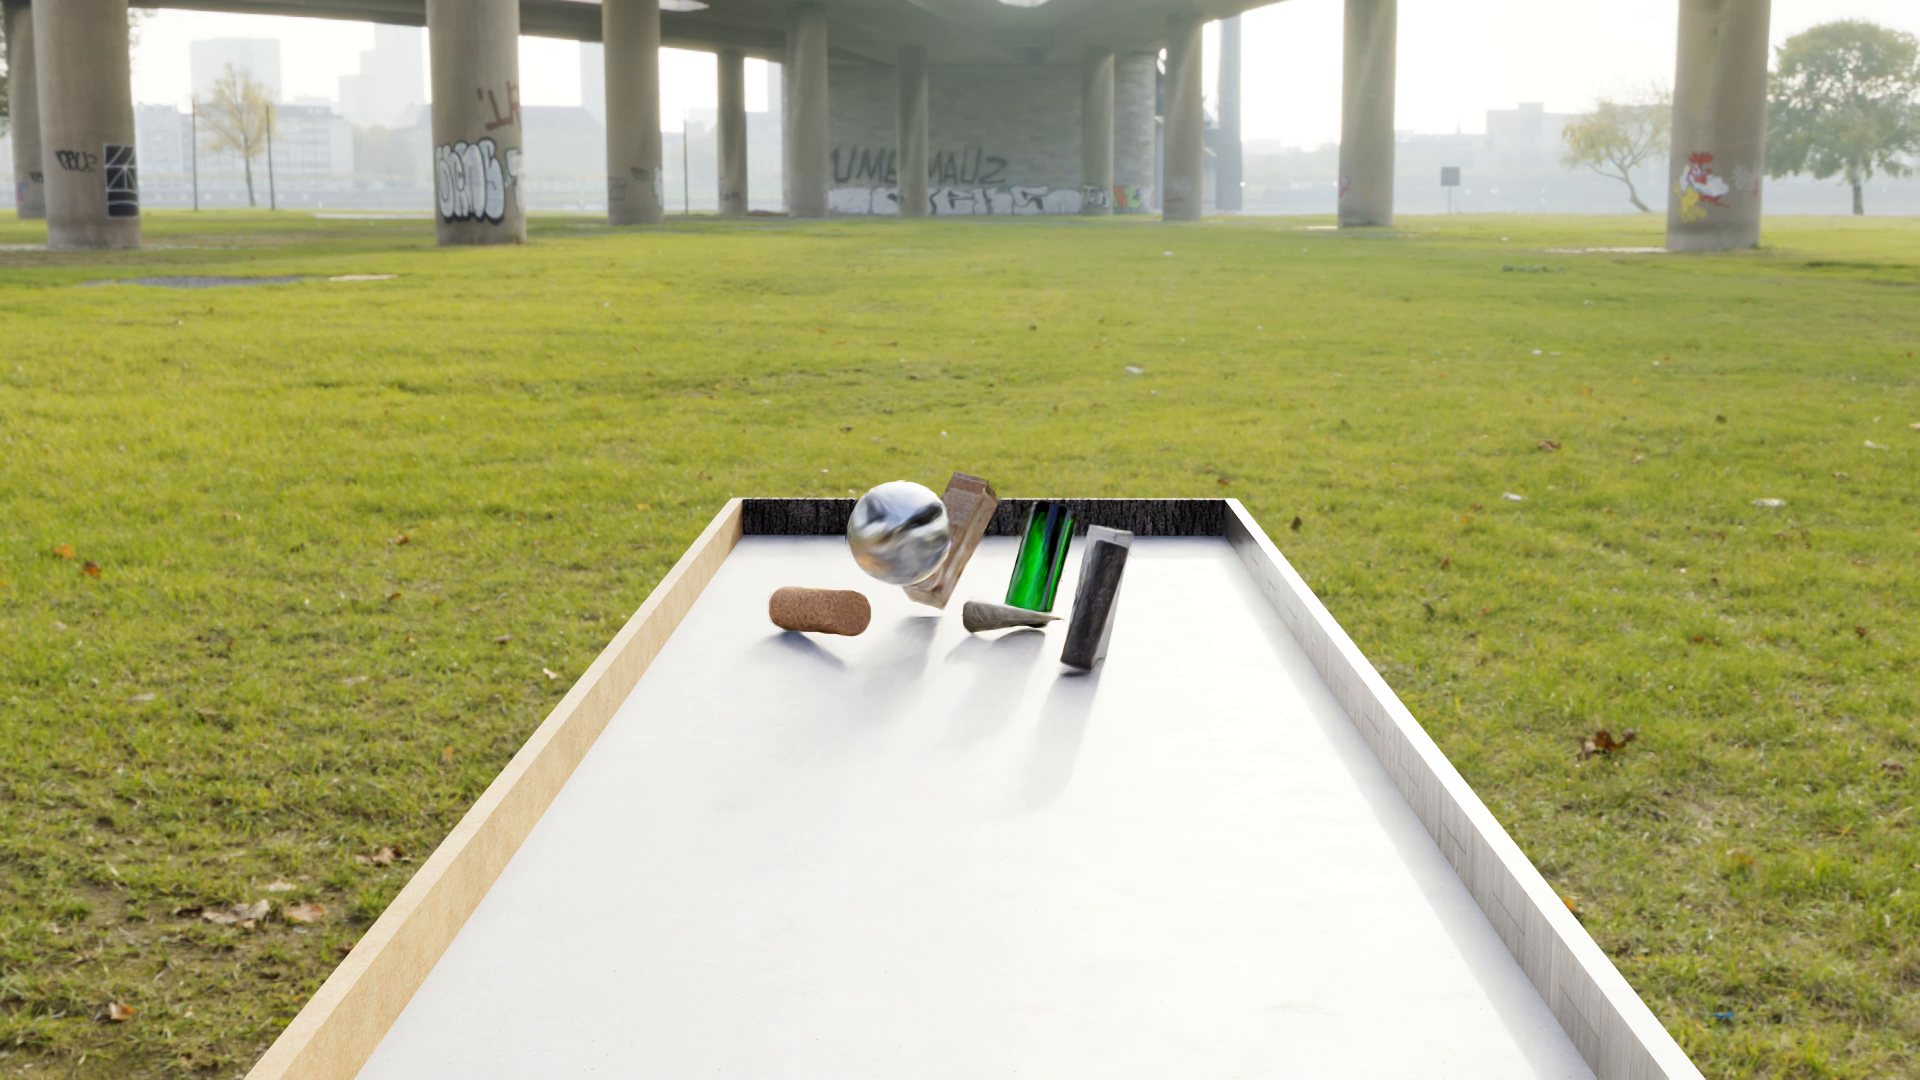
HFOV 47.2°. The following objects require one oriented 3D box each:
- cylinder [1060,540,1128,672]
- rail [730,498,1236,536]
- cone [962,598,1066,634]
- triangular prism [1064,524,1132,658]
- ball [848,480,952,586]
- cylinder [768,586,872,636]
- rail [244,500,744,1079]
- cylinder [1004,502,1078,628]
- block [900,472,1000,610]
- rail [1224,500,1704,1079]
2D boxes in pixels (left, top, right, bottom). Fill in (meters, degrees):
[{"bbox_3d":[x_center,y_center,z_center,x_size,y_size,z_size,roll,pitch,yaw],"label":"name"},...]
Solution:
[{"bbox_3d":[0.398,0.196,6.527,0.100,0.381,0.100,17,-6,2],"label":"cylinder"},{"bbox_3d":[0.099,-0.098,9.147,2.100,0.150,0.050,0,9,1],"label":"rail"},{"bbox_3d":[0.189,0.246,7.002,0.356,0.116,0.116,0,8,31],"label":"cone"},{"bbox_3d":[0.407,0.155,6.692,0.116,0.390,0.134,14,5,25],"label":"triangular prism"},{"bbox_3d":[-0.193,-0.021,7.022,0.336,0.336,0.336,0,9,0],"label":"ball"},{"bbox_3d":[-0.448,0.225,6.999,0.142,0.142,0.409,-6,5,-34],"label":"cylinder"},{"bbox_3d":[-1.004,0.839,3.234,0.050,0.150,12.000,0,9,1],"label":"rail"},{"bbox_3d":[0.261,0.082,7.180,0.161,0.381,0.161,15,-18,5],"label":"cylinder"},{"bbox_3d":[-0.037,0.002,7.487,0.135,0.450,0.135,15,-24,29],"label":"block"},{"bbox_3d":[1.046,0.843,3.208,0.050,0.150,12.000,0,9,1],"label":"rail"}]
